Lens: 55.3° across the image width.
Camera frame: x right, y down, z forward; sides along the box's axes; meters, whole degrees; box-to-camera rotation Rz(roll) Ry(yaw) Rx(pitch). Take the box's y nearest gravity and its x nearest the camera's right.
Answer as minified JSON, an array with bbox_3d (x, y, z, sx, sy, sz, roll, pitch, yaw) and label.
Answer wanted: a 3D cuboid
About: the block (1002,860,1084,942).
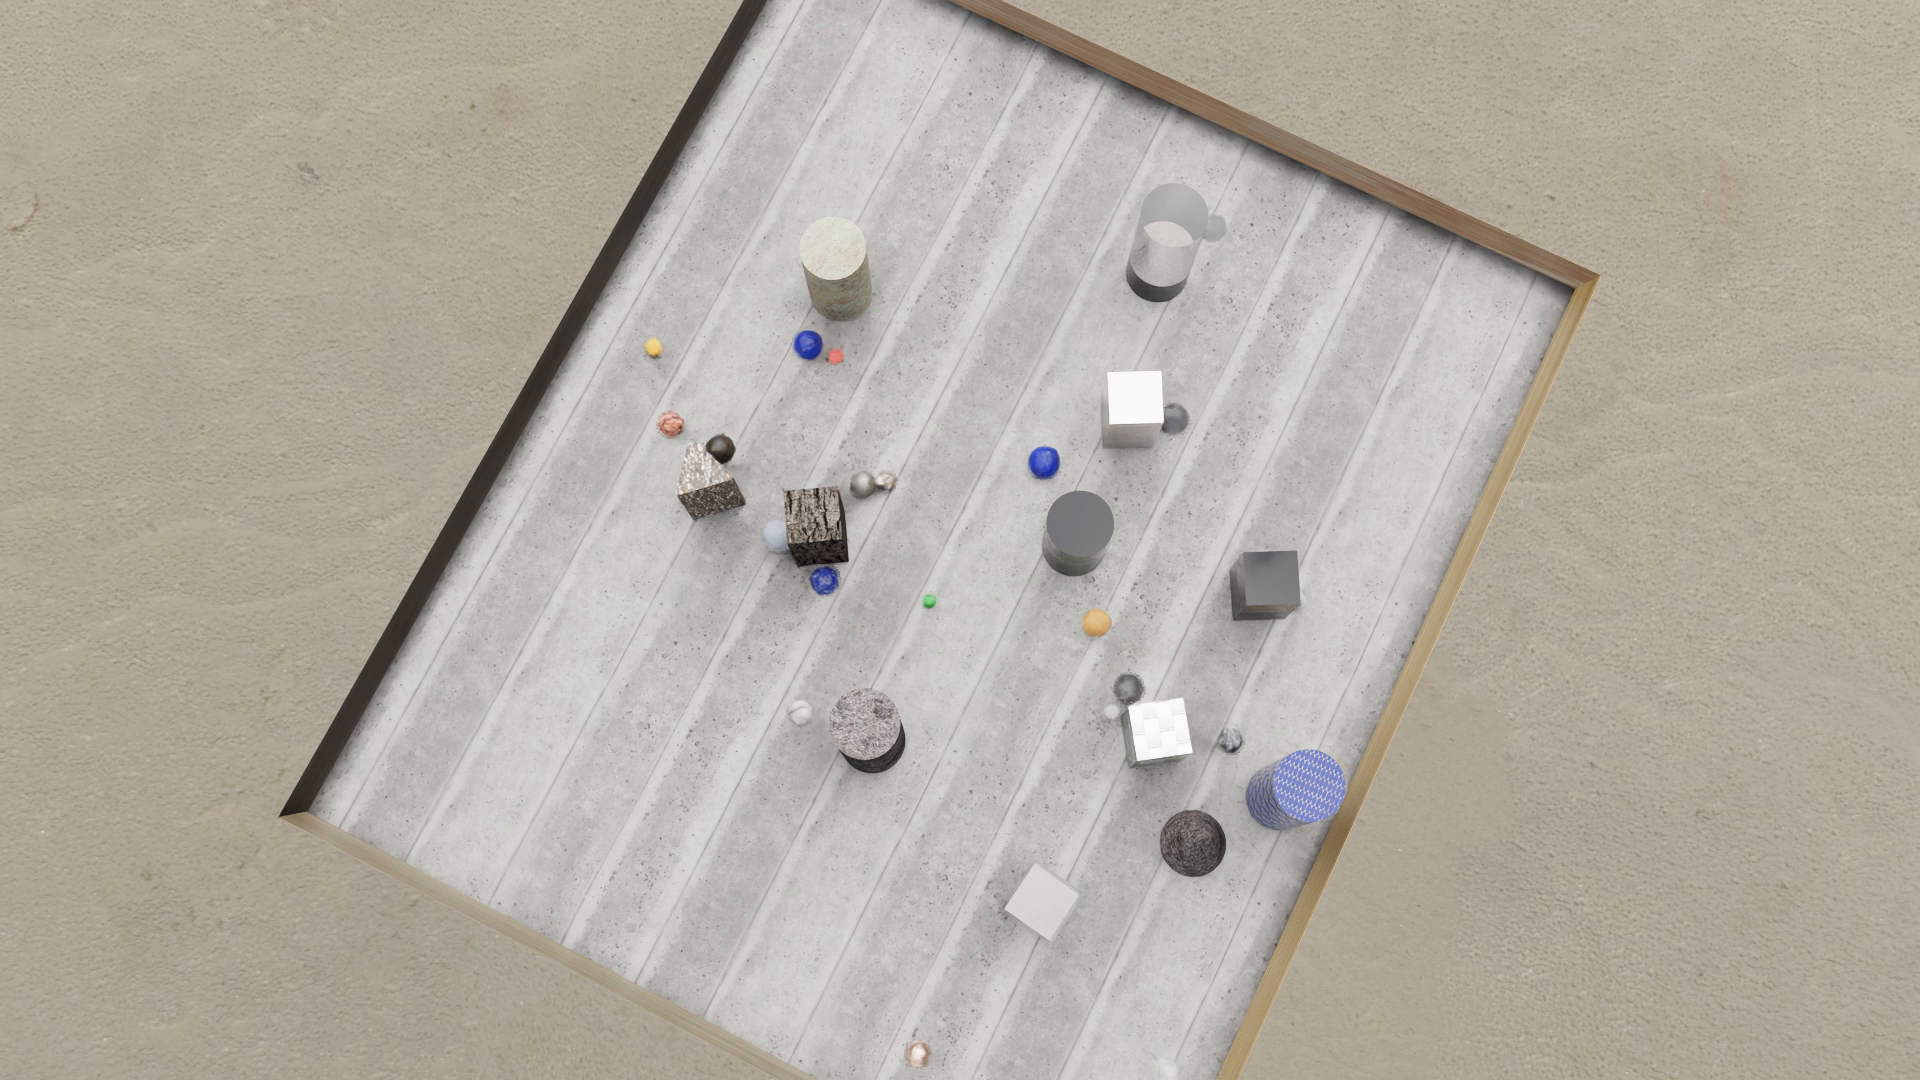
[{"bbox_3d":[0.231,1.028,5.203,0.158,0.394,0.158,34,80,7],"label":"block"}]

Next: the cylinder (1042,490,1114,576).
[{"bbox_3d":[0.349,-0.016,5.461,0.197,0.312,0.197,0,78,0],"label":"cylinder"}]

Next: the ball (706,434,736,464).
[{"bbox_3d":[-0.736,-0.278,5.628,0.091,0.091,0.091,0,78,0],"label":"ball"}]

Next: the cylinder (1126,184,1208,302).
[{"bbox_3d":[0.623,-0.894,5.553,0.197,0.486,0.197,0,78,0],"label":"cylinder"}]

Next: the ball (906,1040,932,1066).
[{"bbox_3d":[-0.118,1.476,5.274,0.072,0.072,0.072,0,78,0],"label":"ball"}]

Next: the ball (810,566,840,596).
[{"bbox_3d":[-0.410,0.123,5.546,0.087,0.087,0.087,0,78,0],"label":"ball"}]

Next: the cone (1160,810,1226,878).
[{"bbox_3d":[0.690,0.856,5.224,0.197,0.422,0.197,0,78,0],"label":"cone"}]

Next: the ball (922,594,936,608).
[{"bbox_3d":[-0.092,0.186,5.557,0.041,0.041,0.041,0,78,0],"label":"ball"}]

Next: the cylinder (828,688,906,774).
[{"bbox_3d":[-0.262,0.552,5.258,0.197,0.478,0.197,0,78,0],"label":"cylinder"}]

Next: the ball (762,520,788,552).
[{"bbox_3d":[-0.553,-0.012,5.570,0.096,0.096,0.096,0,78,0],"label":"ball"}]

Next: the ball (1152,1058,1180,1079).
[{"bbox_3d":[0.591,1.526,5.262,0.076,0.076,0.076,0,78,0],"label":"ball"}]

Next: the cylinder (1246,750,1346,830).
[{"bbox_3d":[0.949,0.716,5.217,0.197,0.492,0.197,0,78,0],"label":"cylinder"}]

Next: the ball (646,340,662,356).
[{"bbox_3d":[-0.953,-0.600,5.714,0.052,0.052,0.052,0,78,0],"label":"ball"}]

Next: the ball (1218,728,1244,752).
[{"bbox_3d":[0.807,0.597,5.457,0.071,0.071,0.071,0,78,0],"label":"ball"}]

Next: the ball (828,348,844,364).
[{"bbox_3d":[-0.386,-0.574,5.712,0.046,0.046,0.046,0,78,0],"label":"ball"}]

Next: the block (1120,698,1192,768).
[{"bbox_3d":[0.570,0.567,5.354,0.158,0.284,0.158,-8,78,-2],"label":"block"}]

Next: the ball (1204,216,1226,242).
[{"bbox_3d":[0.799,-0.982,5.778,0.082,0.082,0.082,0,78,0],"label":"ball"}]

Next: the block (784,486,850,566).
[{"bbox_3d":[-0.425,-0.038,5.450,0.158,0.342,0.158,-5,78,-1],"label":"block"}]

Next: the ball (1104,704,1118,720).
[{"bbox_3d":[0.453,0.514,5.488,0.044,0.044,0.044,0,78,0],"label":"ball"}]

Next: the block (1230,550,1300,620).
[{"bbox_3d":[0.904,0.138,5.447,0.158,0.276,0.158,-2,78,0],"label":"block"}]

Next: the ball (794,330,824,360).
[{"bbox_3d":[-0.470,-0.608,5.695,0.092,0.092,0.092,0,78,0],"label":"ball"}]

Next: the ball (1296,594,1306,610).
[{"bbox_3d":[1.024,0.185,5.552,0.052,0.052,0.052,0,78,0],"label":"ball"}]

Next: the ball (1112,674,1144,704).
[{"bbox_3d":[0.502,0.446,5.477,0.092,0.092,0.092,0,78,0],"label":"ball"}]

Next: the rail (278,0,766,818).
[{"bbox_3d":[-1.232,-0.596,5.674,0.045,0.128,3.254,26,80,5],"label":"rail"}]

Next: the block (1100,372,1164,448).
[{"bbox_3d":[0.518,-0.391,5.548,0.158,0.293,0.158,-1,78,0],"label":"block"}]

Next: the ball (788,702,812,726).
[{"bbox_3d":[-0.476,0.517,5.473,0.072,0.072,0.072,0,78,0],"label":"ball"}]

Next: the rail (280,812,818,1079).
[{"bbox_3d":[-0.717,1.411,5.258,2.802,0.128,0.045,26,80,5],"label":"rail"}]

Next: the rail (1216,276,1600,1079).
[{"bbox_3d":[1.232,0.610,5.424,0.045,0.128,3.254,26,80,5],"label":"rail"}]

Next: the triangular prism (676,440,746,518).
[{"bbox_3d":[-0.762,-0.192,5.486,0.171,0.333,0.148,-17,79,-3],"label":"triangular prism"}]

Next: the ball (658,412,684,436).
[{"bbox_3d":[-0.890,-0.358,5.651,0.077,0.077,0.077,0,78,0],"label":"ball"}]

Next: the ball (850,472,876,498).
[{"bbox_3d":[-0.299,-0.170,5.610,0.081,0.081,0.081,0,78,0],"label":"ball"}]

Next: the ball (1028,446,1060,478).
[{"bbox_3d":[0.259,-0.240,5.616,0.099,0.099,0.099,0,78,0],"label":"ball"}]

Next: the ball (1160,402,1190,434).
[{"bbox_3d":[0.657,-0.373,5.643,0.099,0.099,0.099,0,78,0],"label":"ball"}]

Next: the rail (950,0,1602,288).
[{"bbox_3d":[0.717,-1.398,5.839,2.802,0.128,0.045,26,80,5],"label":"rail"}]

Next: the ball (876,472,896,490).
[{"bbox_3d":[-0.228,-0.181,5.625,0.058,0.058,0.058,0,78,0],"label":"ball"}]

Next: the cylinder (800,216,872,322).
[{"bbox_3d":[-0.375,-0.822,5.591,0.197,0.384,0.197,0,78,0],"label":"cylinder"}]

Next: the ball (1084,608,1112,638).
[{"bbox_3d":[0.414,0.250,5.521,0.085,0.085,0.085,0,78,0],"label":"ball"}]

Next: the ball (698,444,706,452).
[{"bbox_3d":[-0.798,-0.278,5.653,0.042,0.042,0.042,0,78,0],"label":"ball"}]
